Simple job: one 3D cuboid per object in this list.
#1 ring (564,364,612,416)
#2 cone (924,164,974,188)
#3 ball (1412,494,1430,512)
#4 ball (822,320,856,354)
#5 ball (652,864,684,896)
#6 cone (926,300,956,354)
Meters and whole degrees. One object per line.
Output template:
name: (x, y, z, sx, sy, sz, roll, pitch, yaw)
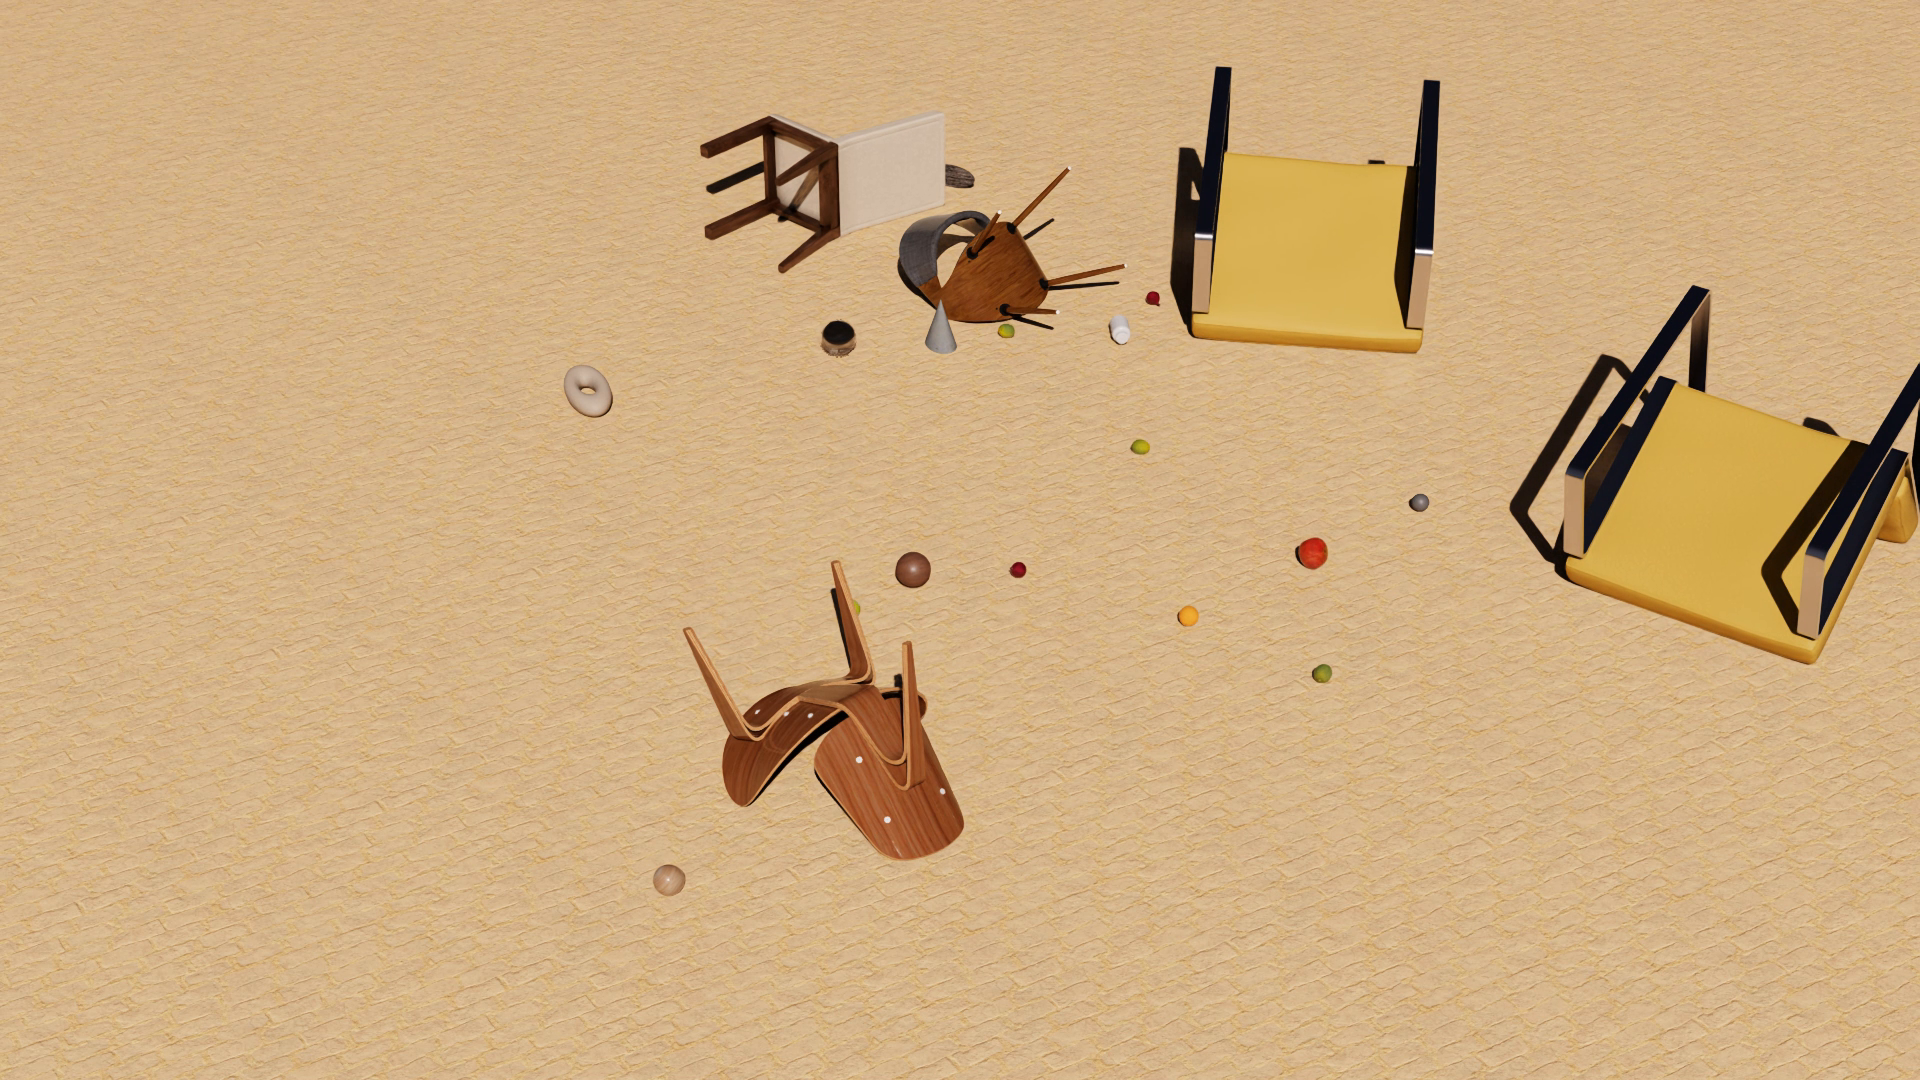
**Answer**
ring: (-1.497, -0.601, 11.786, 0.180, 0.079, 0.360, -12, 36, -15)
cone: (-0.019, -1.675, 13.443, 0.267, 0.100, 0.135, 14, 15, 25)
ball: (1.742, -0.142, 11.099, 0.068, 0.068, 0.068, 0, 33, 0)
ball: (-0.500, -0.834, 12.080, 0.144, 0.144, 0.144, 0, 33, 0)
ball: (-0.917, 1.070, 9.230, 0.100, 0.100, 0.100, 0, 33, 0)
cone: (-0.079, -0.903, 12.119, 0.125, 0.215, 0.172, -14, 36, -20)
